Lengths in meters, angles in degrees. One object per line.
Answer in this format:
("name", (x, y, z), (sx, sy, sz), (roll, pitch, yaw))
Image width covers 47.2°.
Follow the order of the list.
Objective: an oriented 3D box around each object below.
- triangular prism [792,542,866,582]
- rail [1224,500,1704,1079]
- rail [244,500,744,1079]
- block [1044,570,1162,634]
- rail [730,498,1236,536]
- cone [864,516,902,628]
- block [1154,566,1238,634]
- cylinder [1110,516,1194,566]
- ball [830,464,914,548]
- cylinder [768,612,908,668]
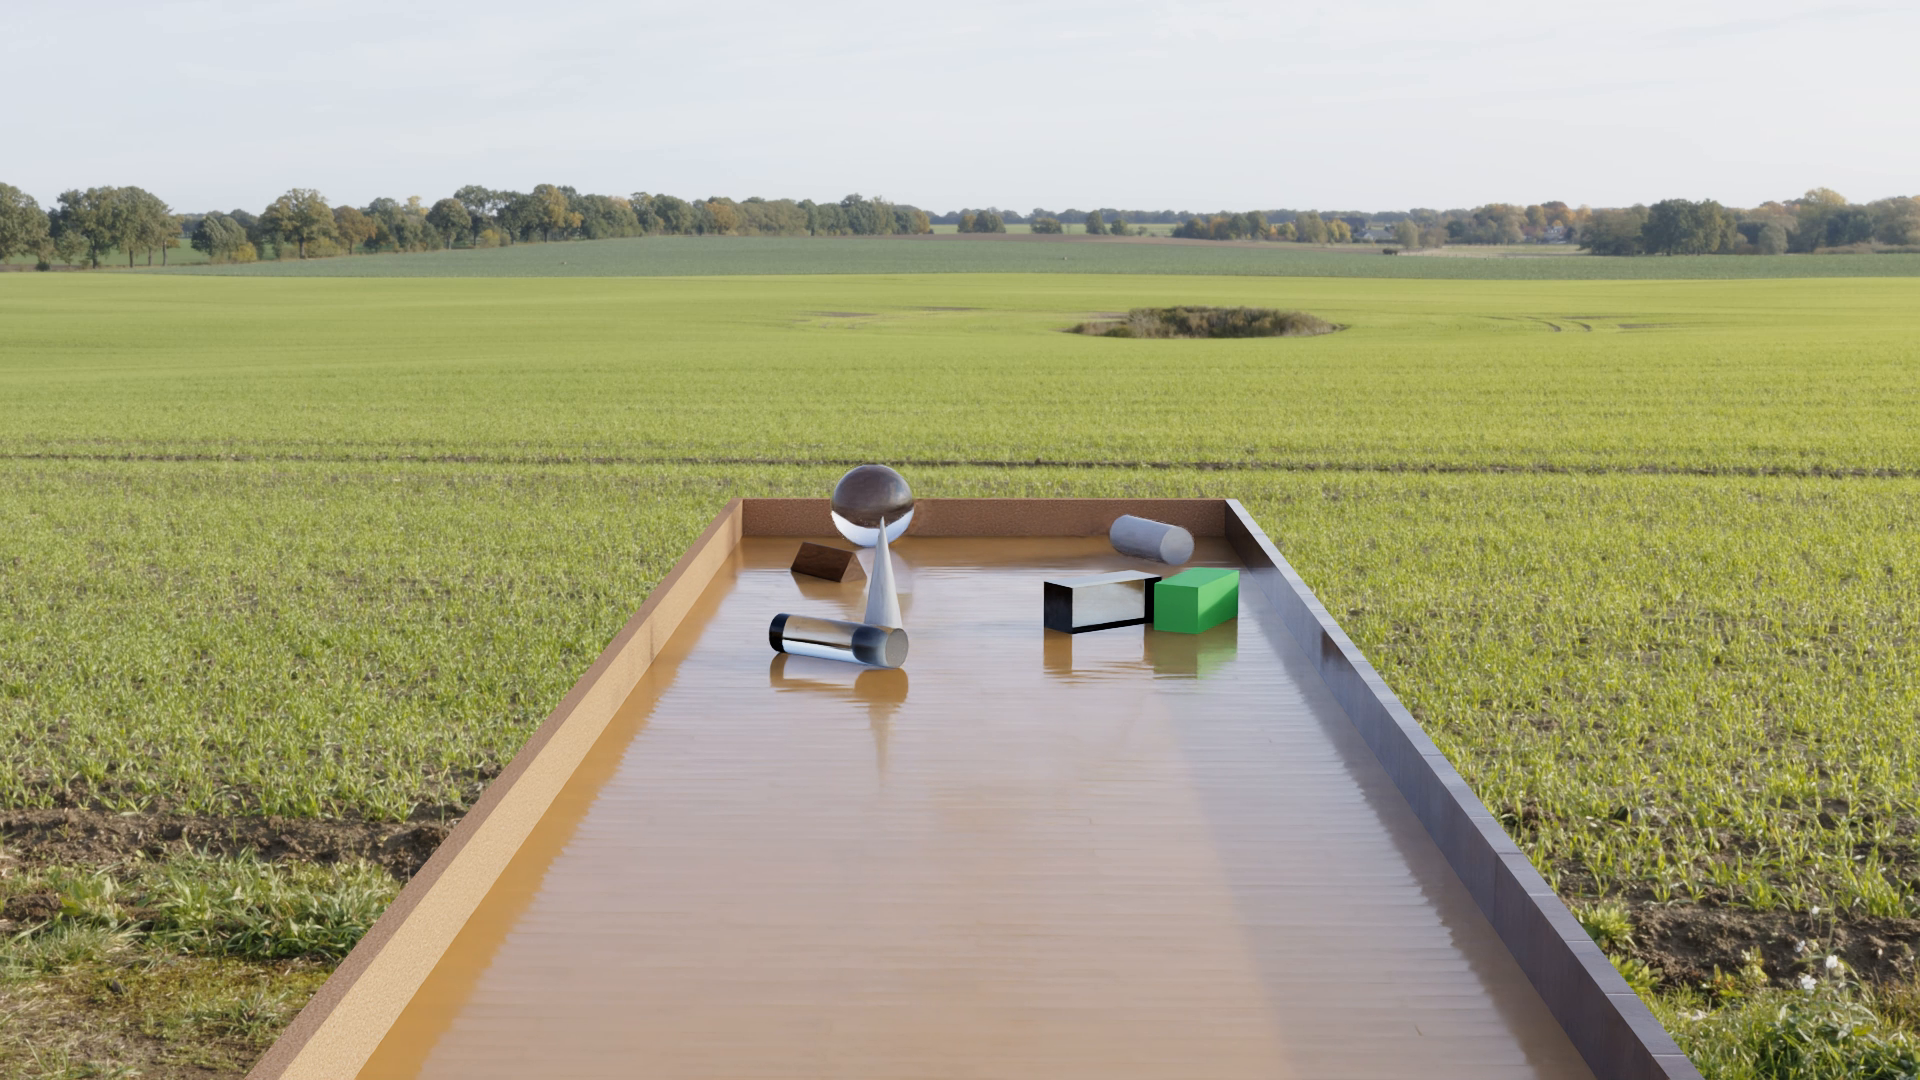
("triangular prism", (-0.489, 0.076, 8.178), (0.120, 0.104, 0.324), (-7, 11, -38))
("rail", (1.046, 0.843, 3.208), (0.050, 0.150, 12.000), (0, 9, 1))
("rail", (-1.004, 0.839, 3.234), (0.050, 0.150, 12.000), (0, 9, 1))
("block", (0.471, 0.202, 7.245), (0.375, 0.152, 0.152), (-6, 11, -35))
("rail", (0.099, -0.098, 9.147), (2.100, 0.150, 0.050), (0, 9, 1))
("cone", (-0.238, 0.133, 6.765), (0.150, 0.440, 0.150), (0, 9, 0))
("block", (0.784, 0.197, 7.274), (0.153, 0.153, 0.361), (5, 10, 28))
("cylinder", (0.739, 0.001, 8.522), (0.150, 0.150, 0.355), (-5, 10, -29))
("ball", (-0.351, -0.138, 8.811), (0.334, 0.334, 0.334), (0, 9, 0))
("cylinder", (-0.372, 0.305, 6.694), (0.440, 0.123, 0.123), (6, 11, 33))
